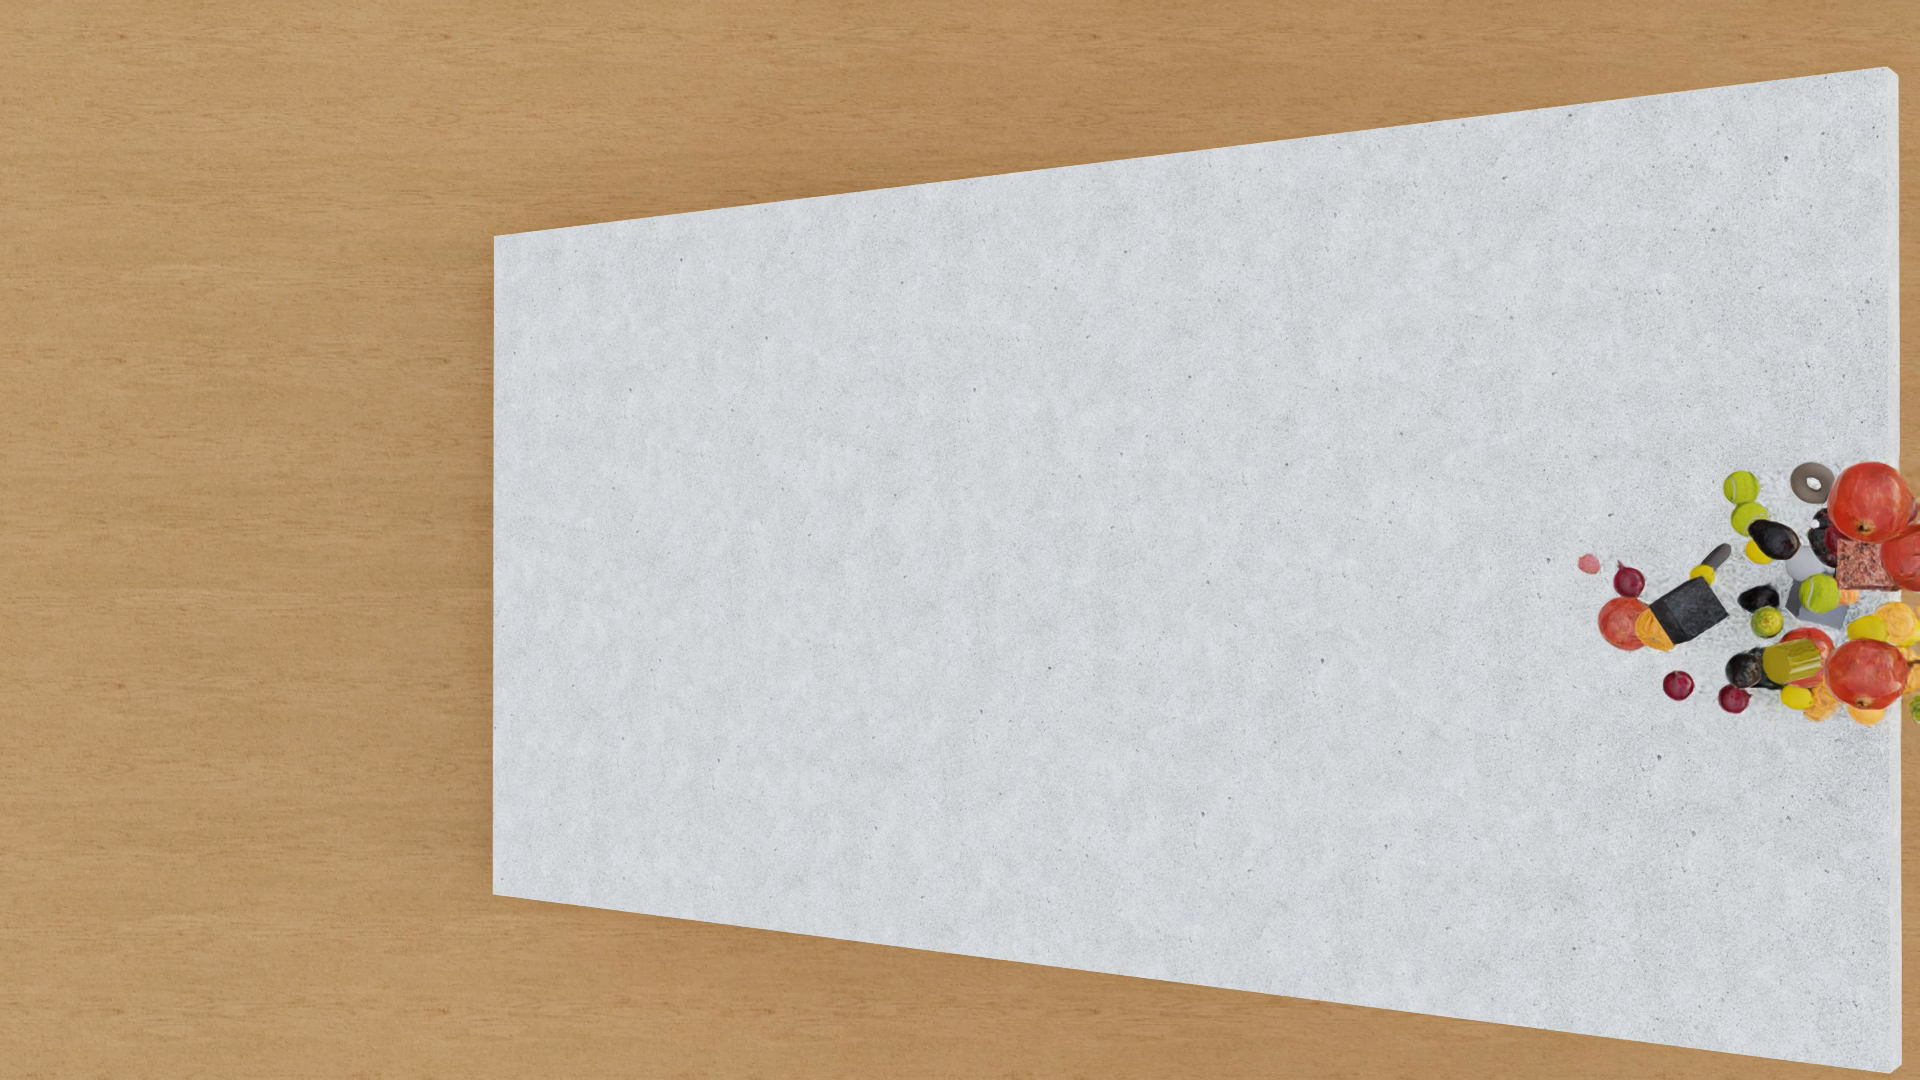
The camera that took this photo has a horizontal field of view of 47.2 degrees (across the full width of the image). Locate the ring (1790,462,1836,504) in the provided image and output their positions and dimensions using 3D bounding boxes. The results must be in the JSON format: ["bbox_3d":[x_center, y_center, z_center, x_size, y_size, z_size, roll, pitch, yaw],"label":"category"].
[{"bbox_3d":[1.515,-0.101,3.904,0.081,0.081,0.027,52,50,0],"label":"ring"}]

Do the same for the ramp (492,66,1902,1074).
[{"bbox_3d":[0.242,0.067,5.566,4.000,0.100,2.000,0,89,35],"label":"ramp"}]

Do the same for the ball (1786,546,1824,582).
[{"bbox_3d":[1.626,0.046,4.233,0.070,0.070,0.070,0,90,0],"label":"ball"}]

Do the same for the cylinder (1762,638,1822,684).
[{"bbox_3d":[1.351,0.196,3.572,0.064,0.064,0.064,-10,90,-21],"label":"cylinder"}]

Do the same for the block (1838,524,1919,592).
[{"bbox_3d":[1.467,0.029,3.507,0.096,0.096,0.096,2,85,-2],"label":"block"}]

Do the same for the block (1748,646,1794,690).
[{"bbox_3d":[1.645,0.260,4.457,0.073,0.073,0.073,5,97,33],"label":"block"}]

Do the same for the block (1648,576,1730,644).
[{"bbox_3d":[1.315,0.127,3.972,0.085,0.085,0.085,-31,84,-5],"label":"block"}]

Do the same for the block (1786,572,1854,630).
[{"bbox_3d":[1.713,0.114,4.381,0.089,0.089,0.089,14,104,3],"label":"block"}]

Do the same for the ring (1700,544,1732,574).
[{"bbox_3d":[1.508,0.037,4.387,0.075,0.075,0.025,-44,82,0],"label":"ring"}]
